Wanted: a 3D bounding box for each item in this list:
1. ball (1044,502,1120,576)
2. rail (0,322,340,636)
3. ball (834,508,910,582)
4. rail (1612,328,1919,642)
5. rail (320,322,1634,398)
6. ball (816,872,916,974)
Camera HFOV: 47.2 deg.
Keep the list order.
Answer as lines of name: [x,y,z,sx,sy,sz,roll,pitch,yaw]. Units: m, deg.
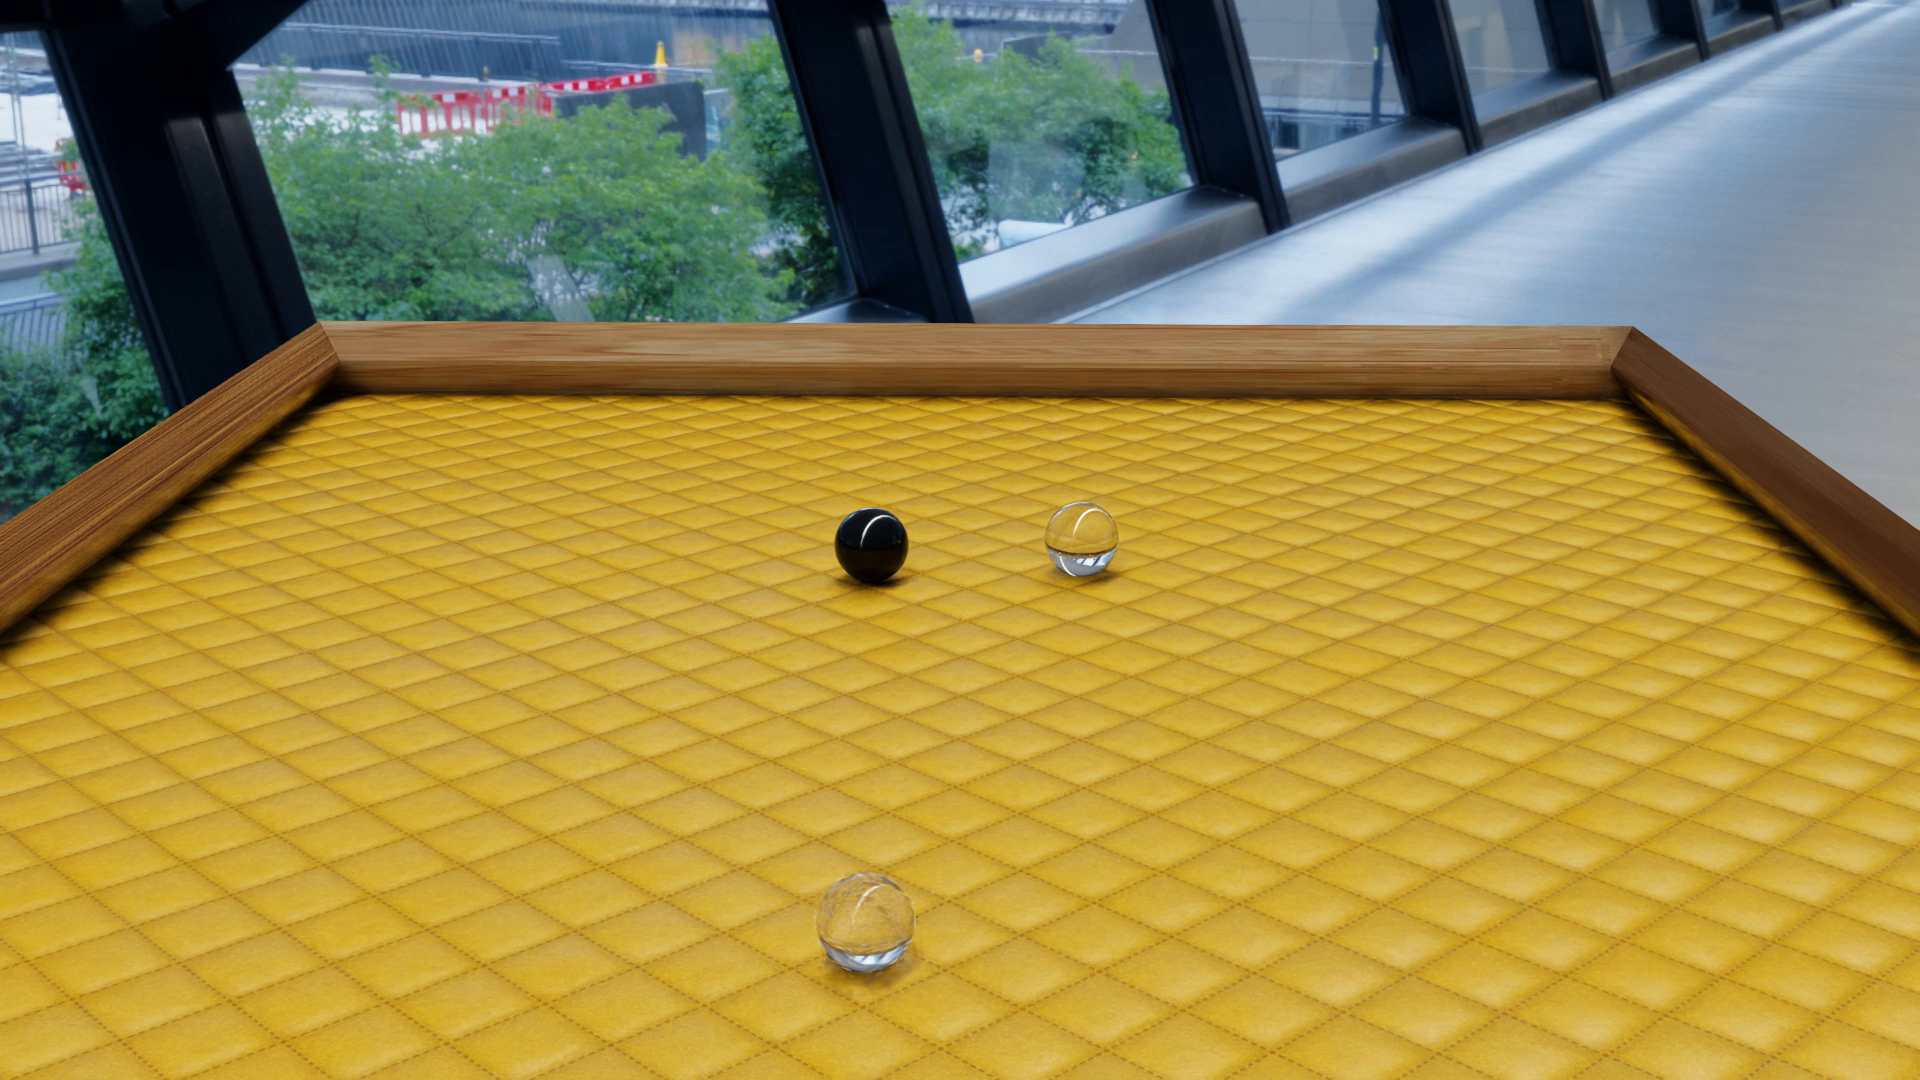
ball: [0.154,-0.001,2.779,0.095,0.095,0.095,0,17,0]
rail: [-1.112,0.272,1.819,0.045,0.123,4.071,0,17,1]
ball: [-0.111,0.006,2.757,0.094,0.094,0.094,0,17,0]
rail: [1.071,0.285,1.776,0.045,0.123,4.071,0,17,1]
rail: [0.020,-0.301,3.723,2.231,0.123,0.045,0,17,1]
ball: [-0.076,0.309,1.774,0.080,0.080,0.080,0,17,0]
